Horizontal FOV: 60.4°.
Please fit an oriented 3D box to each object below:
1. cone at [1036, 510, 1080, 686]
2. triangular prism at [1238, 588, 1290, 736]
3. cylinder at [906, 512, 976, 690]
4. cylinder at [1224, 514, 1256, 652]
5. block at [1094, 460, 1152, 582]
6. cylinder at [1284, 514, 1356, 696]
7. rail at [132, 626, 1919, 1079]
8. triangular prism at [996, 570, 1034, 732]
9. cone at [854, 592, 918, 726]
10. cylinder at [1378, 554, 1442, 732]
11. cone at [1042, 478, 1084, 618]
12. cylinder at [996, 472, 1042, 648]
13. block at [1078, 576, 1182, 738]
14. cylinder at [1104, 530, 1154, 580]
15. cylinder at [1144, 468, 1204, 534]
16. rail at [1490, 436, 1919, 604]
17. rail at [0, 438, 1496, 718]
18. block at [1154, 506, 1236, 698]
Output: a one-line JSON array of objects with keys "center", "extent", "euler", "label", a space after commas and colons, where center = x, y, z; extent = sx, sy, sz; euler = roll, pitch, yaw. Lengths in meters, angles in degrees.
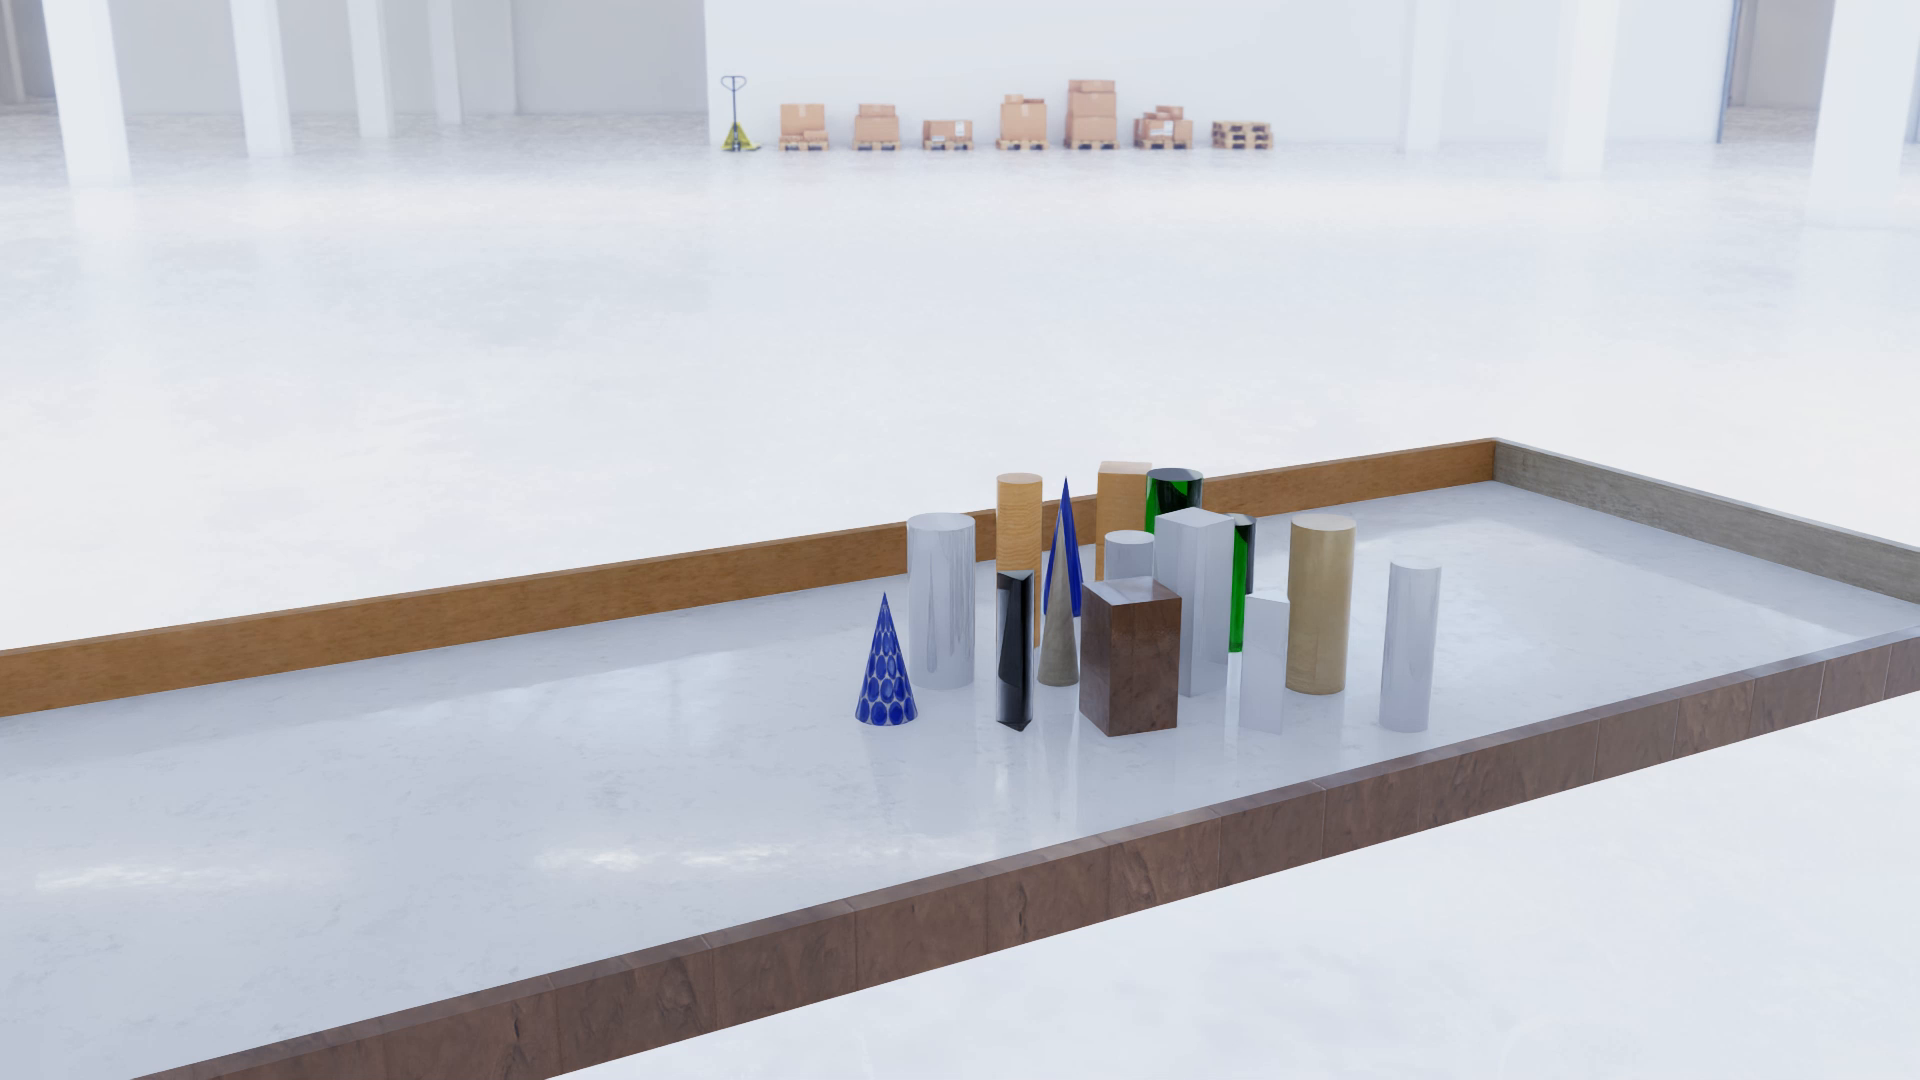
[{"center": [0.248, 0.135, 4.098], "extent": [0.108, 0.450, 0.108], "euler": [0, 16, 0], "label": "cone"}, {"center": [0.722, 0.278, 3.836], "extent": [0.105, 0.322, 0.091], "euler": [10, 19, 29], "label": "triangular prism"}, {"center": [-0.046, 0.151, 4.113], "extent": [0.169, 0.410, 0.169], "euler": [0, 16, 0], "label": "cylinder"}, {"center": [0.716, 0.113, 4.352], "extent": [0.117, 0.348, 0.117], "euler": [0, 16, 0], "label": "cylinder"}, {"center": [0.479, -0.035, 4.825], "extent": [0.149, 0.365, 0.149], "euler": [3, 17, 9], "label": "block"}, {"center": [0.885, 0.158, 4.071], "extent": [0.156, 0.421, 0.156], "euler": [0, 16, 0], "label": "cylinder"}, {"center": [-2.336, 1.006, 1.665], "extent": [12.000, 0.150, 0.050], "euler": [-9, 18, -27], "label": "rail"}, {"center": [0.143, 0.253, 3.839], "extent": [0.076, 0.370, 0.088], "euler": [-13, 21, -38], "label": "triangular prism"}, {"center": [-0.176, 0.267, 3.898], "extent": [0.152, 0.310, 0.152], "euler": [0, 16, 0], "label": "cone"}, {"center": [1.044, 0.241, 3.830], "extent": [0.117, 0.398, 0.117], "euler": [0, 16, 0], "label": "cylinder"}, {"center": [0.294, 0.007, 4.622], "extent": [0.139, 0.400, 0.139], "euler": [0, 16, 0], "label": "cone"}, {"center": [0.155, 0.058, 4.351], "extent": [0.121, 0.456, 0.121], "euler": [0, 16, 0], "label": "cylinder"}, {"center": [0.396, 0.270, 3.866], "extent": [0.174, 0.321, 0.174], "euler": [-6, 17, -18], "label": "block"}, {"center": [0.443, 0.140, 4.332], "extent": [0.132, 0.308, 0.132], "euler": [0, 16, 0], "label": "cylinder"}, {"center": [0.588, 0.017, 4.571], "extent": [0.155, 0.410, 0.155], "euler": [0, 16, 0], "label": "cylinder"}, {"center": [2.466, -0.048, 5.253], "extent": [0.050, 0.150, 2.100], "euler": [-9, 18, -27], "label": "rail"}, {"center": [-3.305, 0.497, 3.399], "extent": [12.000, 0.150, 0.050], "euler": [-9, 18, -27], "label": "rail"}, {"center": [0.571, 0.152, 4.069], "extent": [0.136, 0.433, 0.136], "euler": [-13, 21, -38], "label": "block"}]
